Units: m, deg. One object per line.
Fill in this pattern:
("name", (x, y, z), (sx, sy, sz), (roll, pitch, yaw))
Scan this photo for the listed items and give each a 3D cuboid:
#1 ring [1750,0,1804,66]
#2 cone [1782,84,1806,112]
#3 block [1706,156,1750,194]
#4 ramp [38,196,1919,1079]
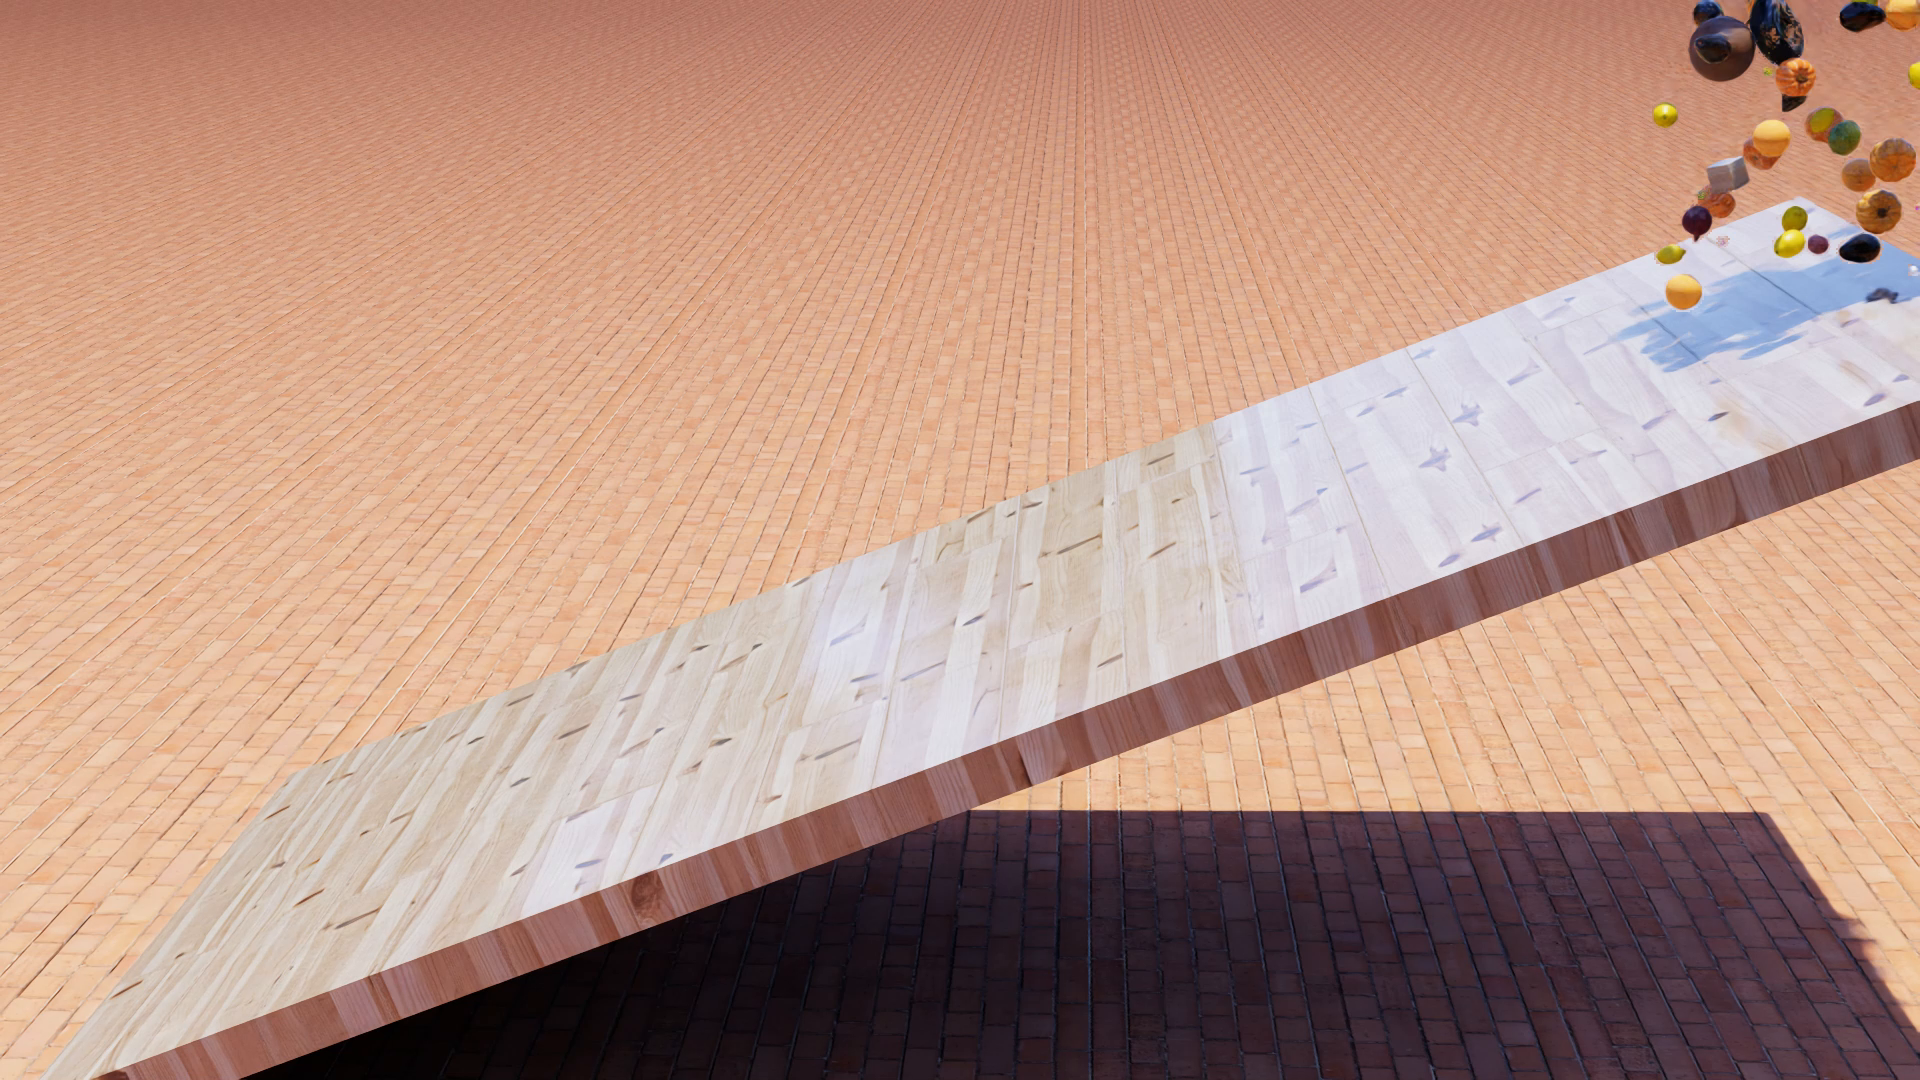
("ring", (1.628, -1.014, 5.862), (0.147, 0.147, 0.049), (-15, -7, -46))
("cone", (1.633, -0.882, 5.801), (0.053, 0.053, 0.053), (-22, -19, -8))
("block", (1.525, -0.725, 5.842), (0.054, 0.054, 0.054), (-28, 15, -36))
("ramp", (0.124, 0.173, 6.291), (4.000, 0.100, 2.000), (-21, 12, 7))
